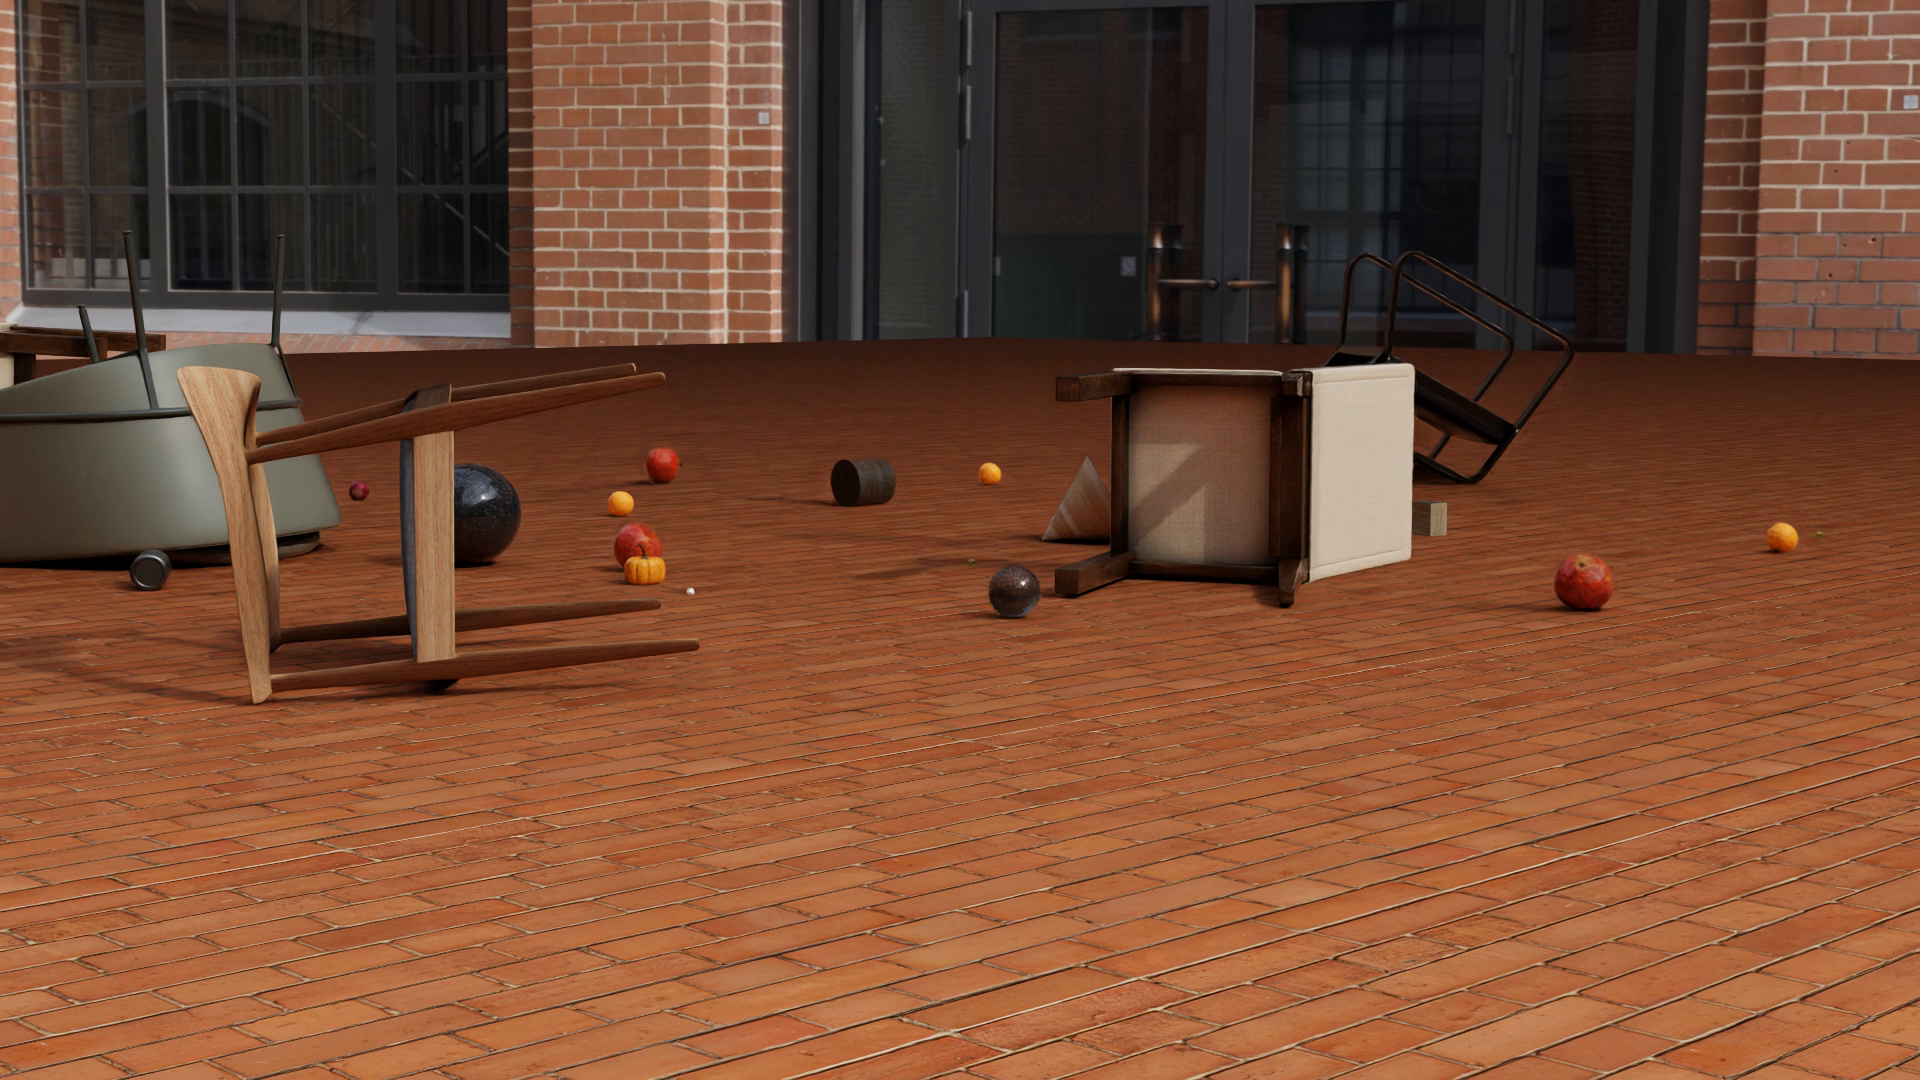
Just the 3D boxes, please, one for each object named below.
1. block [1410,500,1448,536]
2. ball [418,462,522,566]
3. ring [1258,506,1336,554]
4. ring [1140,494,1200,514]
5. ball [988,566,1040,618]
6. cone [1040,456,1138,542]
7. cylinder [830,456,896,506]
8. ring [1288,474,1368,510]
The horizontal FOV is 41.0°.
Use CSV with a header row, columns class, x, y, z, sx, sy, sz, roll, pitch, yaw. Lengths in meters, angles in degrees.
class,x,y,z,sx,sy,sz,roll,pitch,yaw
block,1.194,-0.055,6.542,0.058,0.083,0.072,-4,7,-35
ball,-1.116,-0.059,5.840,0.234,0.234,0.234,0,6,0
ring,0.808,-0.024,6.140,0.237,0.070,0.116,-18,33,-33
ring,0.591,-0.102,7.208,0.152,0.040,0.285,4,6,24
ball,0.105,0.100,4.956,0.100,0.100,0.100,0,6,0
cone,0.290,-0.049,6.364,0.209,0.239,0.280,-31,32,4
cylinder,-0.279,-0.169,7.388,0.114,0.137,0.152,-7,0,41
ring,1.042,-0.134,7.269,0.255,0.093,0.175,-5,6,-33
